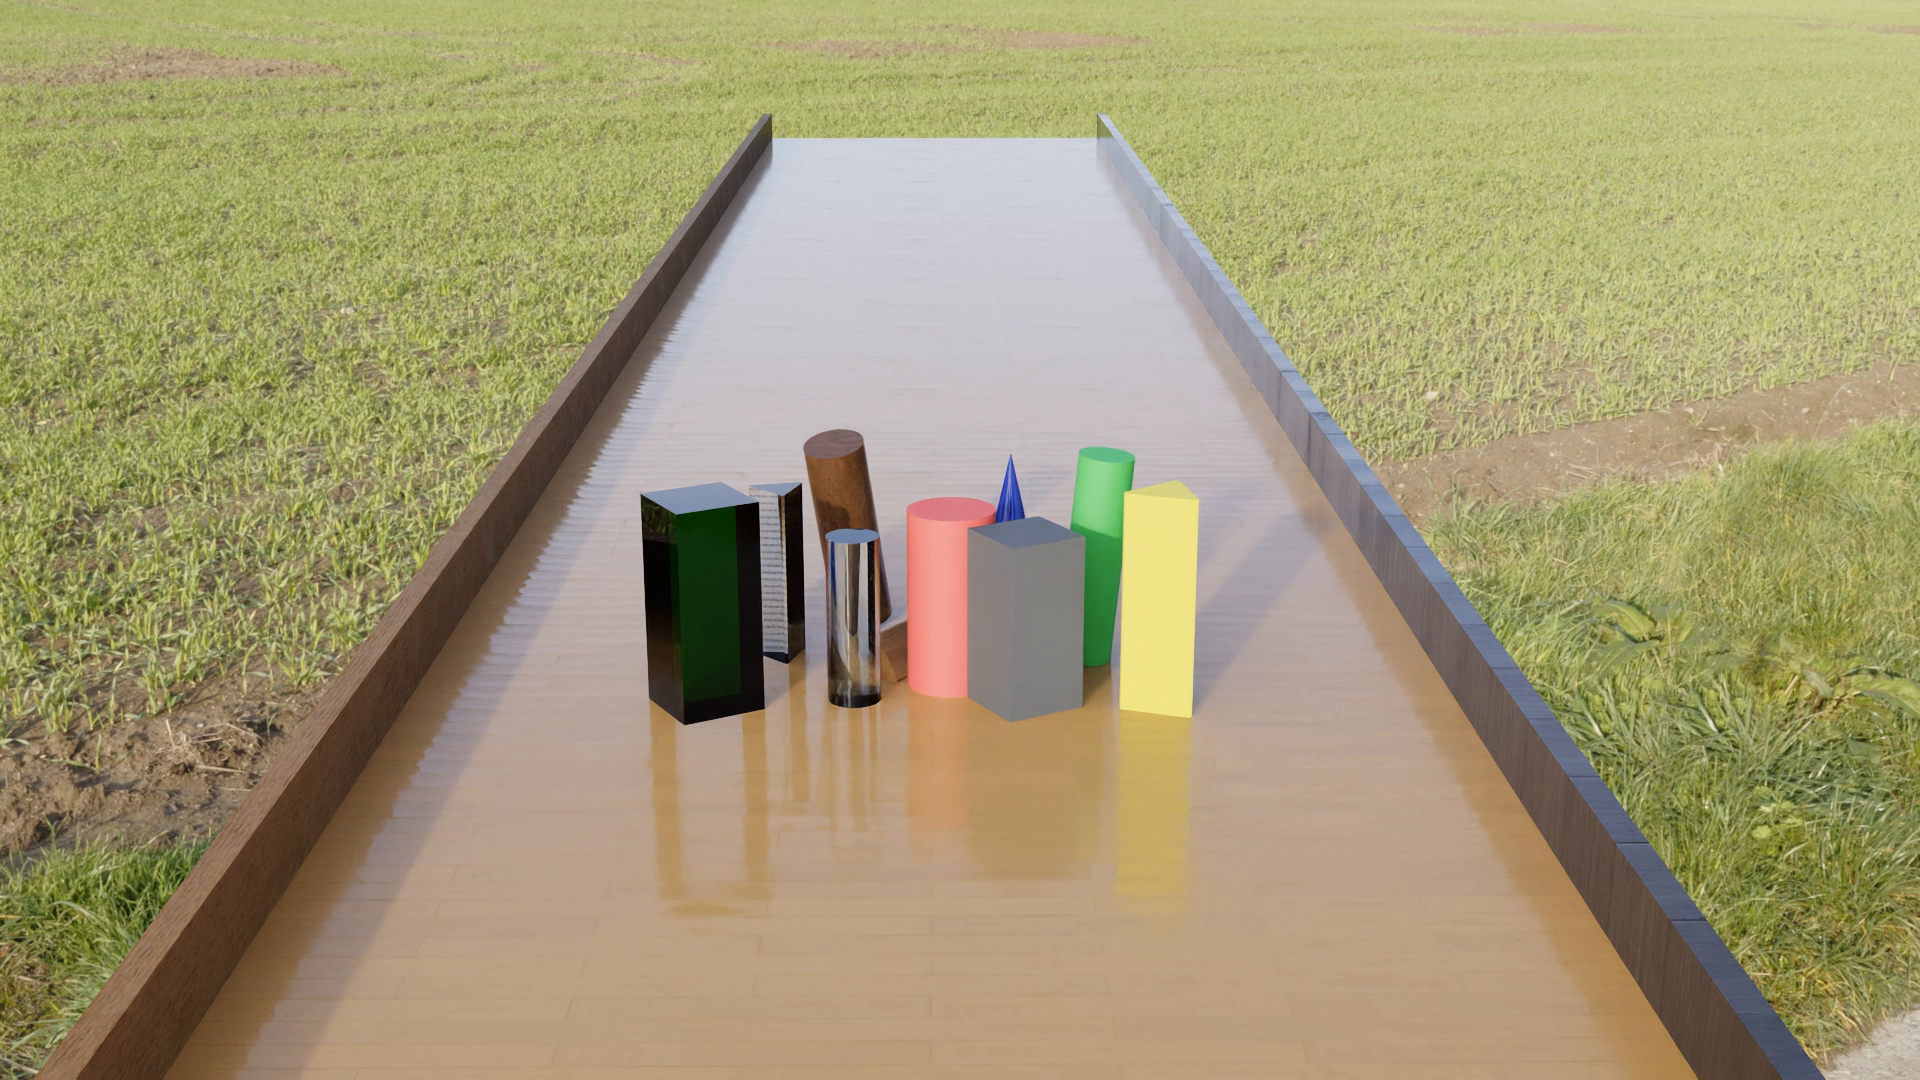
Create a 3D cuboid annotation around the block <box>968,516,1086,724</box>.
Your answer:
[{"bbox_3d":[0.123,0.147,4.139,0.159,0.338,0.159,-10,19,-29],"label":"block"}]

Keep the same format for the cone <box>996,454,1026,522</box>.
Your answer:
[{"bbox_3d":[0.107,-0.018,4.676,0.160,0.348,0.160,0,17,0],"label":"cone"}]

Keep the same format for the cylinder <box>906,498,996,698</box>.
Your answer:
[{"bbox_3d":[-0.017,0.109,4.242,0.171,0.352,0.171,0,17,0],"label":"cylinder"}]

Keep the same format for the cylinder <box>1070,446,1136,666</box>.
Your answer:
[{"bbox_3d":[0.267,0.033,4.359,0.111,0.422,0.111,5,18,-2],"label":"cylinder"}]

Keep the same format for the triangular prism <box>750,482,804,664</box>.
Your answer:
[{"bbox_3d":[-0.350,0.061,4.411,0.091,0.349,0.105,-15,22,-42],"label":"triangular prism"}]

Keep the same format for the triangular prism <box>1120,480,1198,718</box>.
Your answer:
[{"bbox_3d":[0.387,0.107,4.128,0.138,0.422,0.120,6,18,19],"label":"triangular prism"}]

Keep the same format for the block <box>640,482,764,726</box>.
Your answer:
[{"bbox_3d":[-0.482,0.117,4.122,0.165,0.406,0.165,-10,19,-29],"label":"block"}]

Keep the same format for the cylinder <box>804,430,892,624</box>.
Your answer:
[{"bbox_3d":[-0.230,-0.019,4.540,0.124,0.410,0.124,-6,30,4],"label":"cylinder"}]

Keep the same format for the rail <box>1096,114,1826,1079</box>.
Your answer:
[{"bbox_3d":[0.932,-0.844,7.801,0.050,0.150,12.000,0,17,-1],"label":"rail"}]

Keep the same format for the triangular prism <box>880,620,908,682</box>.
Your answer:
[{"bbox_3d":[-0.048,0.177,4.470,0.101,0.087,0.416,11,20,32],"label":"triangular prism"}]

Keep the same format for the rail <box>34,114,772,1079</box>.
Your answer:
[{"bbox_3d":[-1.118,-0.838,7.780,0.050,0.150,12.000,0,17,-1],"label":"rail"}]

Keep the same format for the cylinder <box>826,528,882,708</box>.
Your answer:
[{"bbox_3d":[-0.202,0.148,4.160,0.102,0.325,0.102,0,17,0],"label":"cylinder"}]
